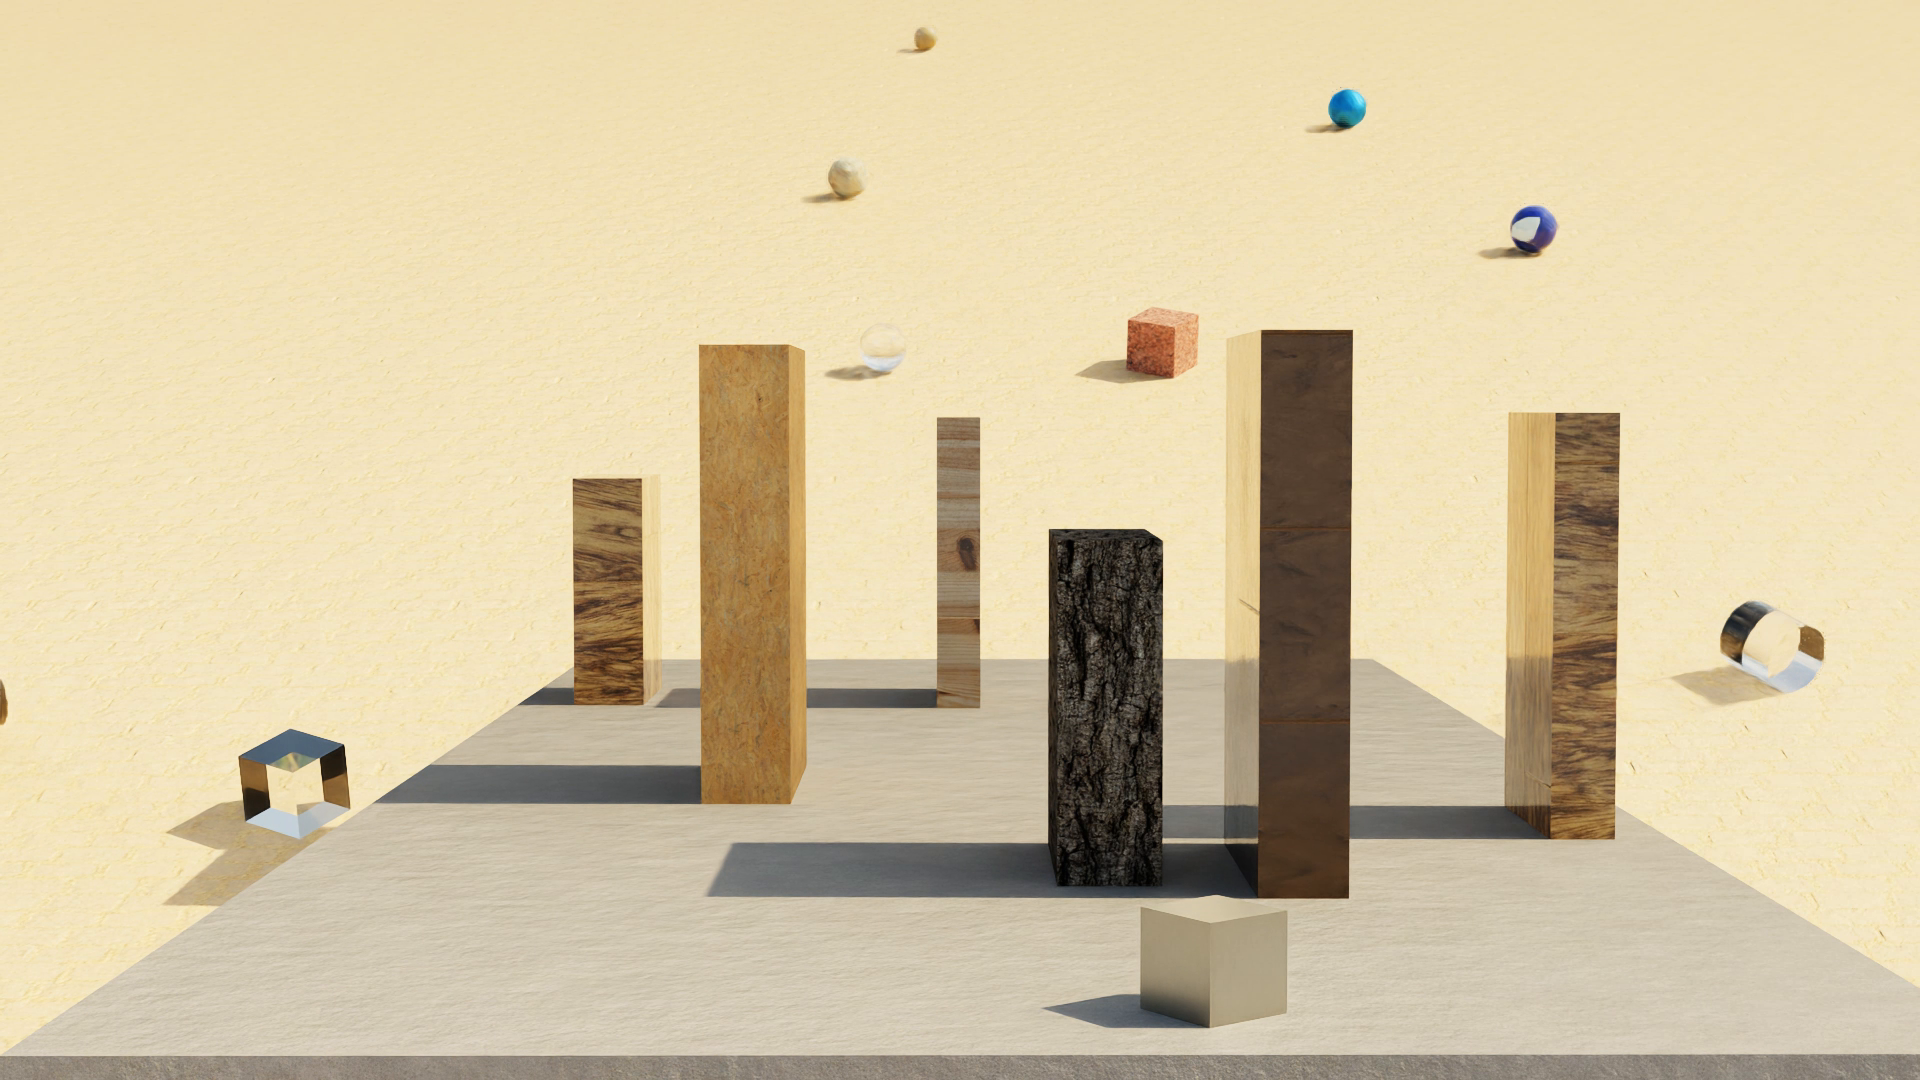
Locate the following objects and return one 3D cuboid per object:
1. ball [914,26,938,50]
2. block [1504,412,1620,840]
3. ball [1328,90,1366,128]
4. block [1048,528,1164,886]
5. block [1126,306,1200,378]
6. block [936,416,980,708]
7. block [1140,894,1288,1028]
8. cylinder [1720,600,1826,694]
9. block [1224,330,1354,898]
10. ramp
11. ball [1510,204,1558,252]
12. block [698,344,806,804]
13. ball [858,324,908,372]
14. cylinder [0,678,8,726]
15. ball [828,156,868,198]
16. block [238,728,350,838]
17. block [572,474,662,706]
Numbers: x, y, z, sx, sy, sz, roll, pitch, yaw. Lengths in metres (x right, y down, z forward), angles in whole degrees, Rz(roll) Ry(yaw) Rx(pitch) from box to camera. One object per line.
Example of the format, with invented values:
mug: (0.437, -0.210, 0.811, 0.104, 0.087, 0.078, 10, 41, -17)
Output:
ball: (-0.195, -2.828, 14.491, 0.134, 0.134, 0.134, 0, 22, 0)
block: (0.918, 0.120, 3.936, 0.095, 0.629, 0.319, 0, 3, 0)
ball: (1.902, -2.119, 12.630, 0.188, 0.188, 0.188, 0, 22, 0)
block: (0.199, 0.222, 3.582, 0.140, 0.461, 0.340, 0, 3, 0)
block: (0.713, -0.696, 9.046, 0.186, 0.186, 0.186, 13, 25, 29)
block: (-0.003, 0.039, 5.626, 0.092, 0.617, 0.382, 0, 3, 0)
block: (0.268, 0.443, 2.714, 0.109, 0.109, 0.109, -2, 4, -37)
cylinder: (2.086, 0.273, 6.606, 0.184, 0.184, 0.184, -10, 23, -23)
block: (0.445, 0.087, 3.528, 0.118, 0.737, 0.422, 0, 3, 0)
ramp: (0.050, 0.454, 4.532, 2.000, 0.100, 4.000, 0, 3, 0)
ball: (2.338, -1.269, 10.484, 0.193, 0.193, 0.193, 0, 22, 0)
block: (-0.345, 0.045, 4.340, 0.144, 0.738, 0.448, 0, 3, 0)
ball: (-0.269, -0.675, 9.017, 0.170, 0.170, 0.170, 0, 22, 0)
cylinder: (-2.470, 0.393, 6.288, 0.197, 0.197, 0.197, 19, 29, 40)
ball: (-0.492, -1.599, 11.334, 0.179, 0.179, 0.179, 0, 22, 0)
block: (-1.528, 0.559, 5.909, 0.168, 0.168, 0.168, 12, 25, 28)
block: (-0.753, 0.102, 5.672, 0.149, 0.487, 0.346, 0, 3, 0)
